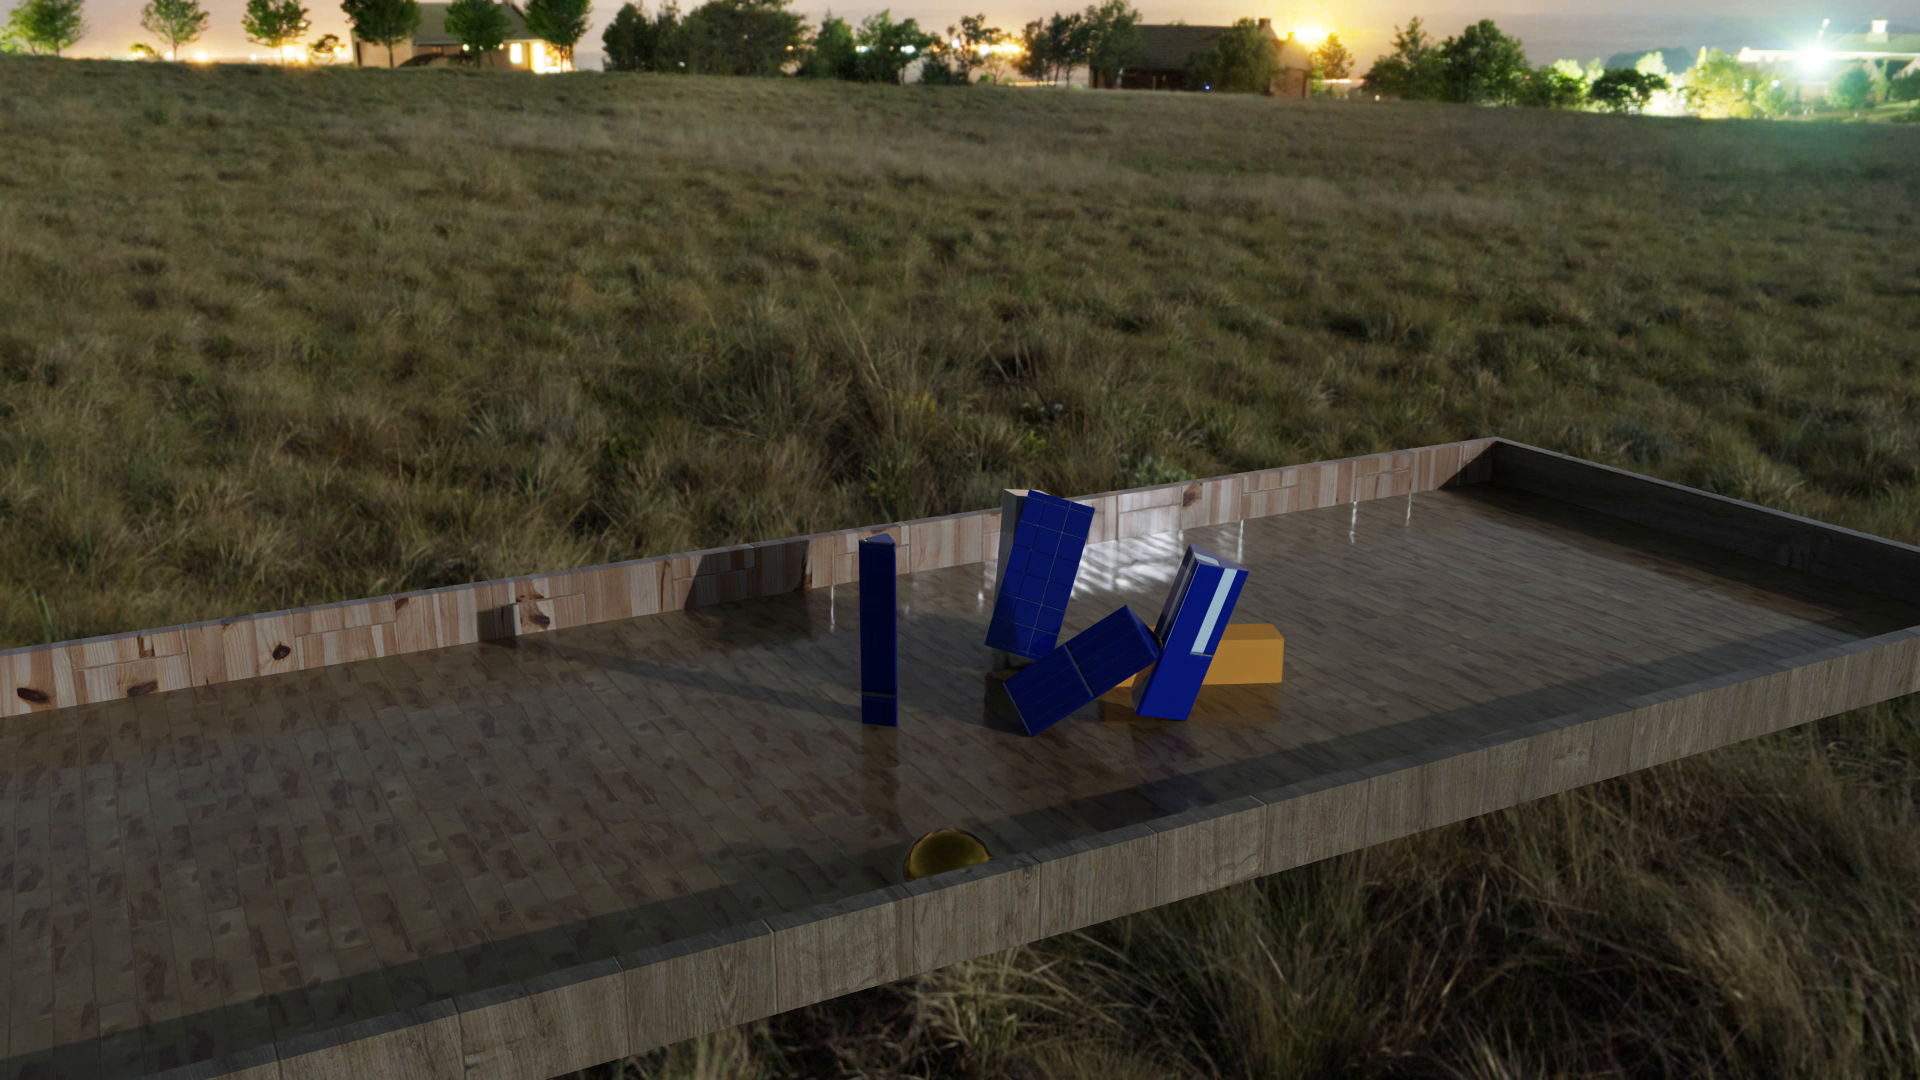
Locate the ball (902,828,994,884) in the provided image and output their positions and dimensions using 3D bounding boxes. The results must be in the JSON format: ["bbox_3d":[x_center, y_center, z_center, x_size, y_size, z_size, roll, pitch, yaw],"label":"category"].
[{"bbox_3d":[-0.020,0.608,2.982,0.172,0.172,0.172,0,16,0],"label":"ball"}]

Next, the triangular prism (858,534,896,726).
[{"bbox_3d":[-0.180,0.209,3.849,0.087,0.448,0.075,5,17,15],"label":"triangular prism"}]

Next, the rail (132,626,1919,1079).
[{"bbox_3d":[-2.336,1.006,1.665,12.000,0.150,0.050,-9,18,-27],"label":"rail"}]

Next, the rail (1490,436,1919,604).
[{"bbox_3d":[2.466,-0.048,5.253,0.050,0.150,2.100,-9,18,-27],"label":"rail"}]

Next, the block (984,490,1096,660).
[{"bbox_3d":[0.203,0.092,4.214,0.172,0.406,0.172,16,1,2],"label":"block"}]

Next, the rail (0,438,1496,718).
[{"bbox_3d":[-3.305,0.497,3.399,12.000,0.150,0.050,-9,18,-27],"label":"rail"}]

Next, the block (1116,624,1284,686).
[{"bbox_3d":[0.581,0.290,4.162,0.445,0.116,0.116,-1,16,-4],"label":"block"}]

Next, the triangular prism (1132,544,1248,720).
[{"bbox_3d":[0.507,0.211,3.865,0.154,0.392,0.133,9,19,-33],"label":"triangular prism"}]

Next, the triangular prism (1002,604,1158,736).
[{"bbox_3d":[0.275,0.290,3.817,0.348,0.126,0.146,-33,10,15],"label":"triangular prism"}]

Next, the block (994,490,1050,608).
[{"bbox_3d":[0.165,0.068,4.400,0.102,0.393,0.102,1,11,-19],"label":"block"}]
